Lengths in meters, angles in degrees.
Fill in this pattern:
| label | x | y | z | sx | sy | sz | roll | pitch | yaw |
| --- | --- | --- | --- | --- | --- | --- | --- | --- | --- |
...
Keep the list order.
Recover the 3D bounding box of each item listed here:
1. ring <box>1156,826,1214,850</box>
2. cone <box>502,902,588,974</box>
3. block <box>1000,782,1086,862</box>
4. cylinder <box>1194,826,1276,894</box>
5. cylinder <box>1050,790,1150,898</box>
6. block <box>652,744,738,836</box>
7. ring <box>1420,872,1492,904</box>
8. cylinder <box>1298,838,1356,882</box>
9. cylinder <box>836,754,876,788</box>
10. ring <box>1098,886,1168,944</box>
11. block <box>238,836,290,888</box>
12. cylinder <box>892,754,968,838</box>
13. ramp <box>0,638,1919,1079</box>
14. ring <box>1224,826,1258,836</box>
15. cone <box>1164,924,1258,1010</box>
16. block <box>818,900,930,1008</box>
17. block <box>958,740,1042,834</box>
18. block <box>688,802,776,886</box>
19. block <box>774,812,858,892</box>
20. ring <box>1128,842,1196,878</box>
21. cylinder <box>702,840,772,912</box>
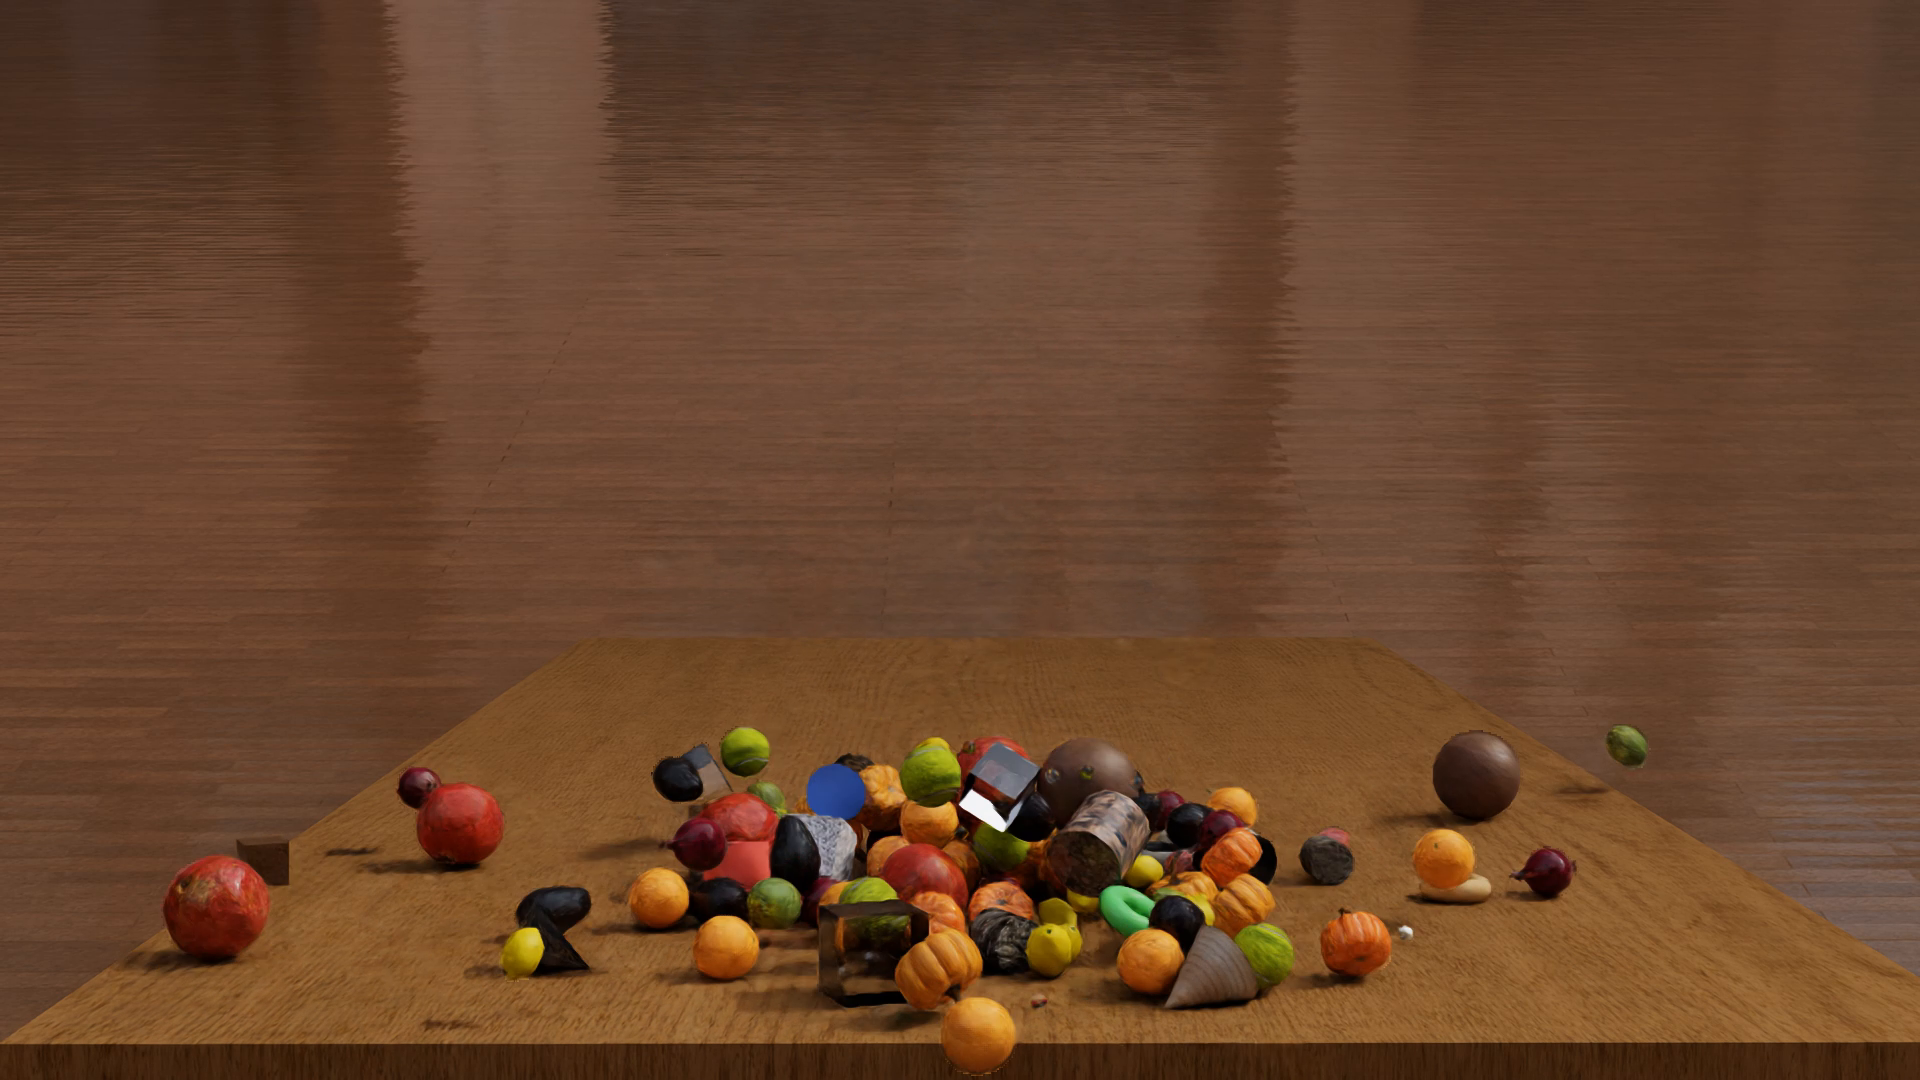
| label | x | y | z | sx | sy | sz | roll | pitch | yaw |
| --- | --- | --- | --- | --- | --- | --- | --- | --- | --- |
| ring | 0.325 | 0.416 | 3.522 | 0.112 | 0.037 | 0.112 | 1 | 3 | 0 |
| cone | -0.449 | 0.458 | 2.848 | 0.085 | 0.085 | 0.085 | 26 | 16 | -12 |
| block | 0.115 | 0.389 | 3.537 | 0.091 | 0.091 | 0.091 | -1 | 4 | -20 |
| cylinder | 0.353 | 0.411 | 3.295 | 0.076 | 0.076 | 0.076 | -13 | 10 | -32 |
| cylinder | 0.162 | 0.352 | 2.973 | 0.090 | 0.090 | 0.090 | 9 | 30 | 24 |
| block | -0.368 | 0.357 | 3.614 | 0.083 | 0.083 | 0.083 | -30 | 51 | -9 |
| ring | 0.624 | 0.438 | 3.236 | 0.089 | 0.030 | 0.089 | 0 | 2 | 0 |
| cylinder | 0.478 | 0.417 | 3.348 | 0.057 | 0.057 | 0.057 | -5 | -5 | -14 |
| cylinder | -0.163 | 0.359 | 3.971 | 0.053 | 0.053 | 0.053 | 6 | -5 | 16 |
| ring | 0.196 | 0.423 | 2.902 | 0.087 | 0.029 | 0.087 | 27 | 18 | -9 |
| block | -0.908 | 0.419 | 3.346 | 0.055 | 0.055 | 0.055 | -2 | 4 | -26 |
| cylinder | -0.037 | 0.347 | 3.483 | 0.084 | 0.084 | 0.084 | 10 | 31 | 25 |
| ramp | 0.047 | 0.422 | 4.534 | 2.000 | 0.100 | 4.000 | 0 | 4 | 0 |
| ring | 0.370 | 0.410 | 3.419 | 0.077 | 0.077 | 0.026 | 6 | 45 | 16 |
| cone | 0.246 | 0.467 | 2.685 | 0.092 | 0.092 | 0.092 | -32 | 33 | -25 |
| block | -0.092 | 0.437 | 2.722 | 0.092 | 0.092 | 0.092 | -1 | 2 | -19 |
| block | 0.048 | 0.294 | 3.061 | 0.064 | 0.064 | 0.064 | 31 | 46 | 15 |
| block | -0.298 | 0.398 | 3.359 | 0.093 | 0.093 | 0.093 | -1 | 3 | -19 |
| block | -0.183 | 0.398 | 3.267 | 0.077 | 0.077 | 0.077 | 3 | -22 | 15 |
| ring | 0.264 | 0.425 | 3.407 | 0.107 | 0.036 | 0.107 | 1 | 3 | 0 |
| cylinder | -0.273 | 0.411 | 3.145 | 0.082 | 0.082 | 0.082 | -3 | -6 | 0 |
